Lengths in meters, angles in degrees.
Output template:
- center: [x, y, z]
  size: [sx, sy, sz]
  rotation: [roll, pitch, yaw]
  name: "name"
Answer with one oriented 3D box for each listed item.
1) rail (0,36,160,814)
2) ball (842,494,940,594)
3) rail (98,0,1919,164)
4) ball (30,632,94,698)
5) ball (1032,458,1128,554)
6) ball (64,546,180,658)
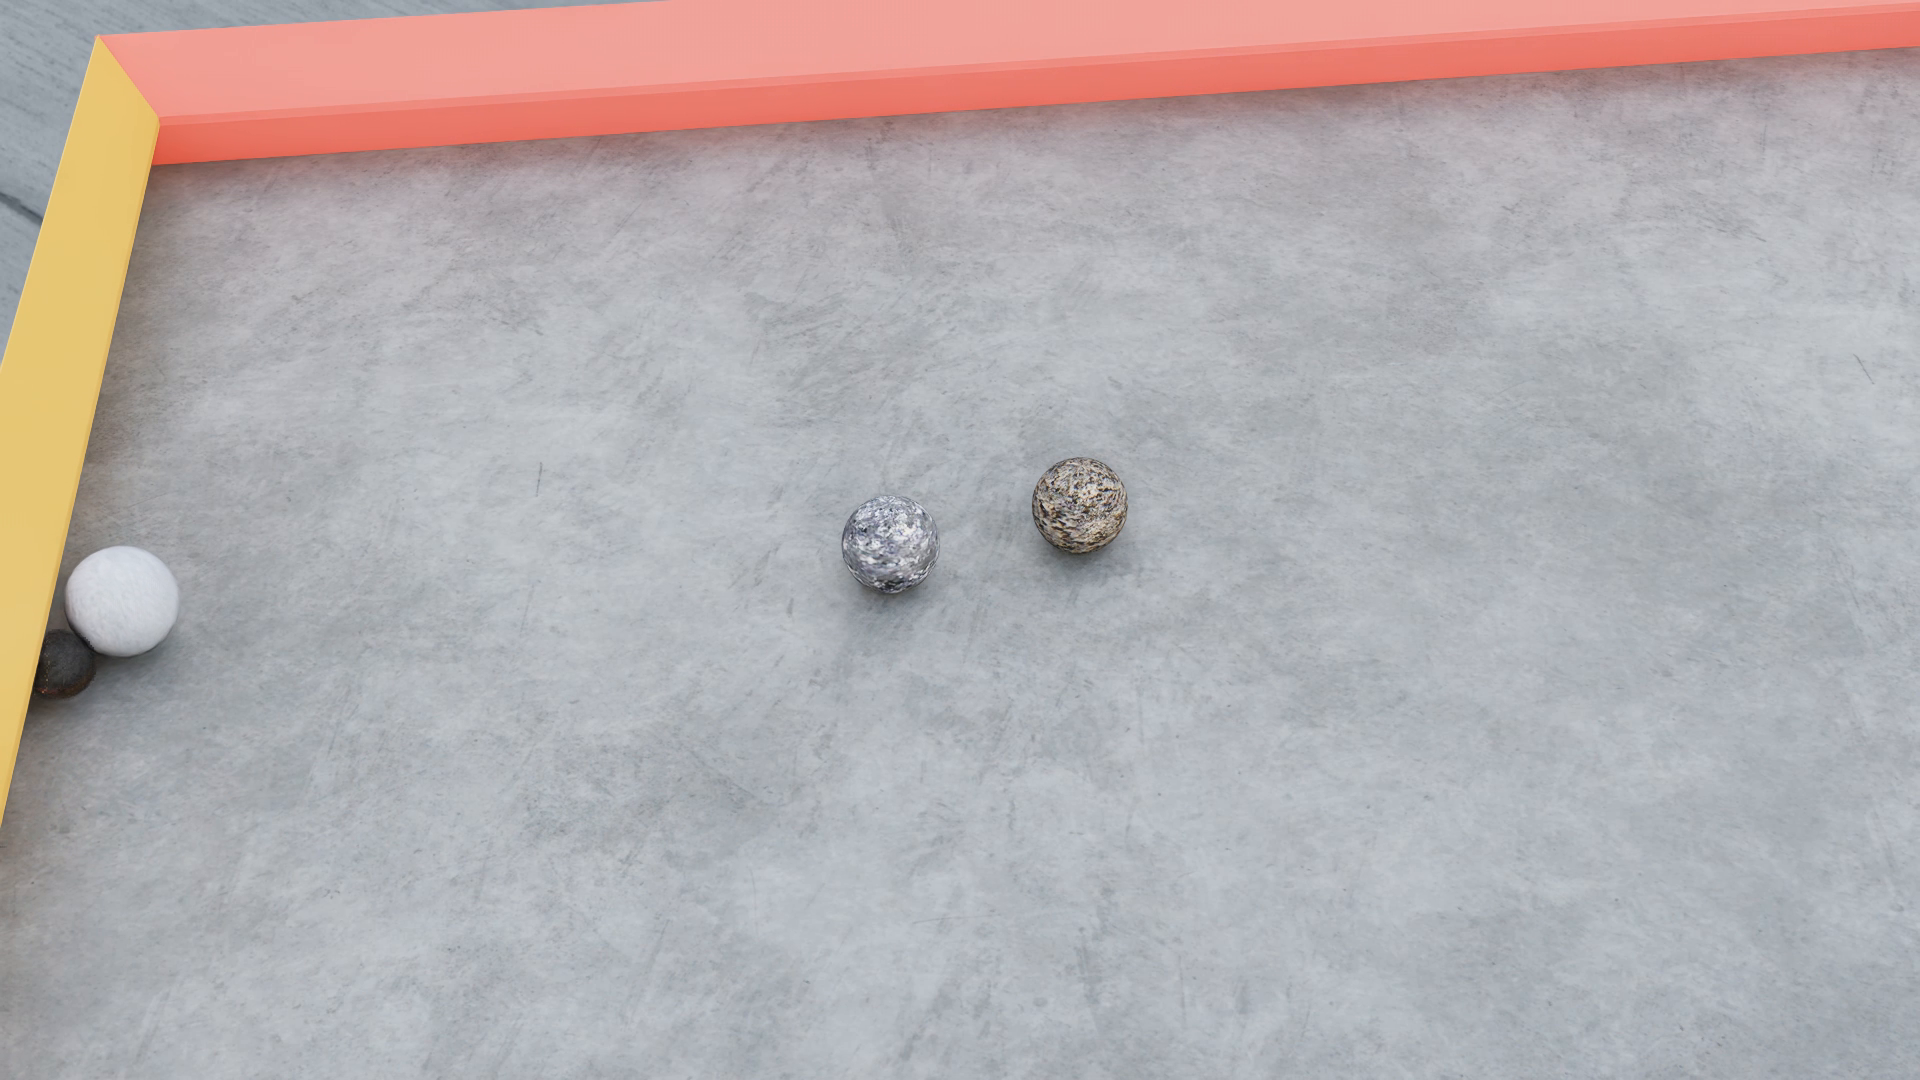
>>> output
- center: [-0.598, 0.028, 1.627]
  size: [0.045, 0.121, 1.404]
  rotation: [-5, 36, -7]
  name: "rail"
- center: [-0.046, 0.003, 1.711]
  size: [0.066, 0.066, 0.066]
  rotation: [0, 36, 0]
  name: "ball"
- center: [0.520, -0.470, 2.322]
  size: [2.512, 0.121, 0.045]
  rotation: [-5, 36, -7]
  name: "rail"
- center: [-0.570, 0.079, 1.624]
  size: [0.043, 0.043, 0.043]
  rotation: [0, 36, 0]
  name: "ball"
- center: [0.082, -0.023, 1.748]
  size: [0.066, 0.066, 0.066]
  rotation: [0, 36, 0]
  name: "ball"
- center: [-0.540, 0.040, 1.655]
  size: [0.072, 0.072, 0.072]
  rotation: [0, 36, 0]
  name: "ball"
